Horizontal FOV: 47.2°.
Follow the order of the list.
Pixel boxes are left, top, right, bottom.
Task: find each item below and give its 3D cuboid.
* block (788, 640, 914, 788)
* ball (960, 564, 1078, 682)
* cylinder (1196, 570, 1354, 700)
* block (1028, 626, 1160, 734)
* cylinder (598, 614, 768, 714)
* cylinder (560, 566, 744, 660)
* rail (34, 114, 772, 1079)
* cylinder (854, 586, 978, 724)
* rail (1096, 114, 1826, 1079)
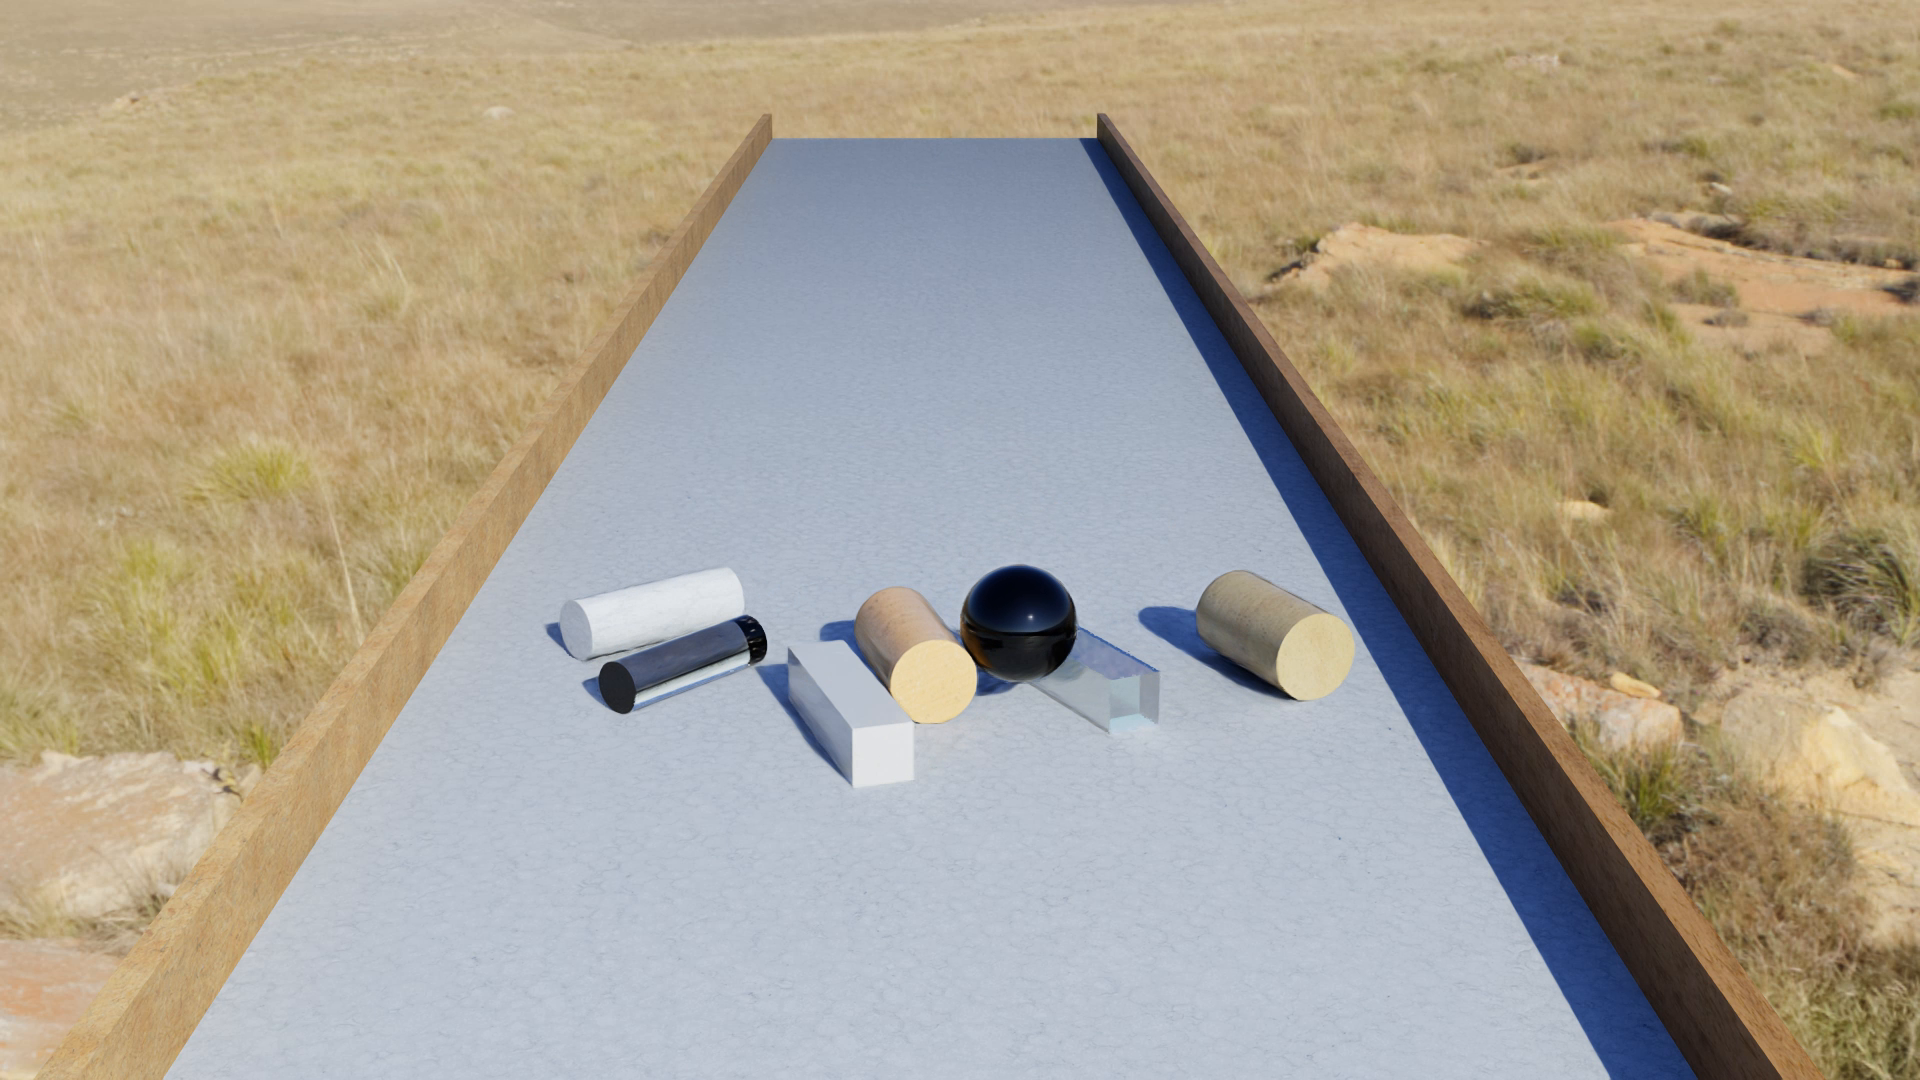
[{"bbox_3d":[-0.204,0.309,3.996,0.109,0.109,0.452,-5,17,-18],"label":"block"},{"bbox_3d":[0.110,0.155,4.098,0.220,0.220,0.220,0,17,0],"label":"ball"},{"bbox_3d":[0.613,0.184,4.305,0.174,0.174,0.302,-7,18,-23],"label":"cylinder"},{"bbox_3d":[0.222,0.245,4.216,0.106,0.106,0.424,-8,19,-26],"label":"block"},{"bbox_3d":[-0.531,0.237,4.250,0.102,0.102,0.353,13,21,37],"label":"cylinder"},{"bbox_3d":[-0.629,0.148,4.513,0.365,0.124,0.124,-14,21,-38],"label":"cylinder"},{"bbox_3d":[-1.118,-0.838,7.780,0.050,0.150,12.000,0,17,-1],"label":"rail"},{"bbox_3d":[-0.088,0.216,4.210,0.165,0.165,0.332,-4,17,-13],"label":"cylinder"},{"bbox_3d":[0.932,-0.844,7.801,0.050,0.150,12.000,0,17,-1],"label":"rail"}]
